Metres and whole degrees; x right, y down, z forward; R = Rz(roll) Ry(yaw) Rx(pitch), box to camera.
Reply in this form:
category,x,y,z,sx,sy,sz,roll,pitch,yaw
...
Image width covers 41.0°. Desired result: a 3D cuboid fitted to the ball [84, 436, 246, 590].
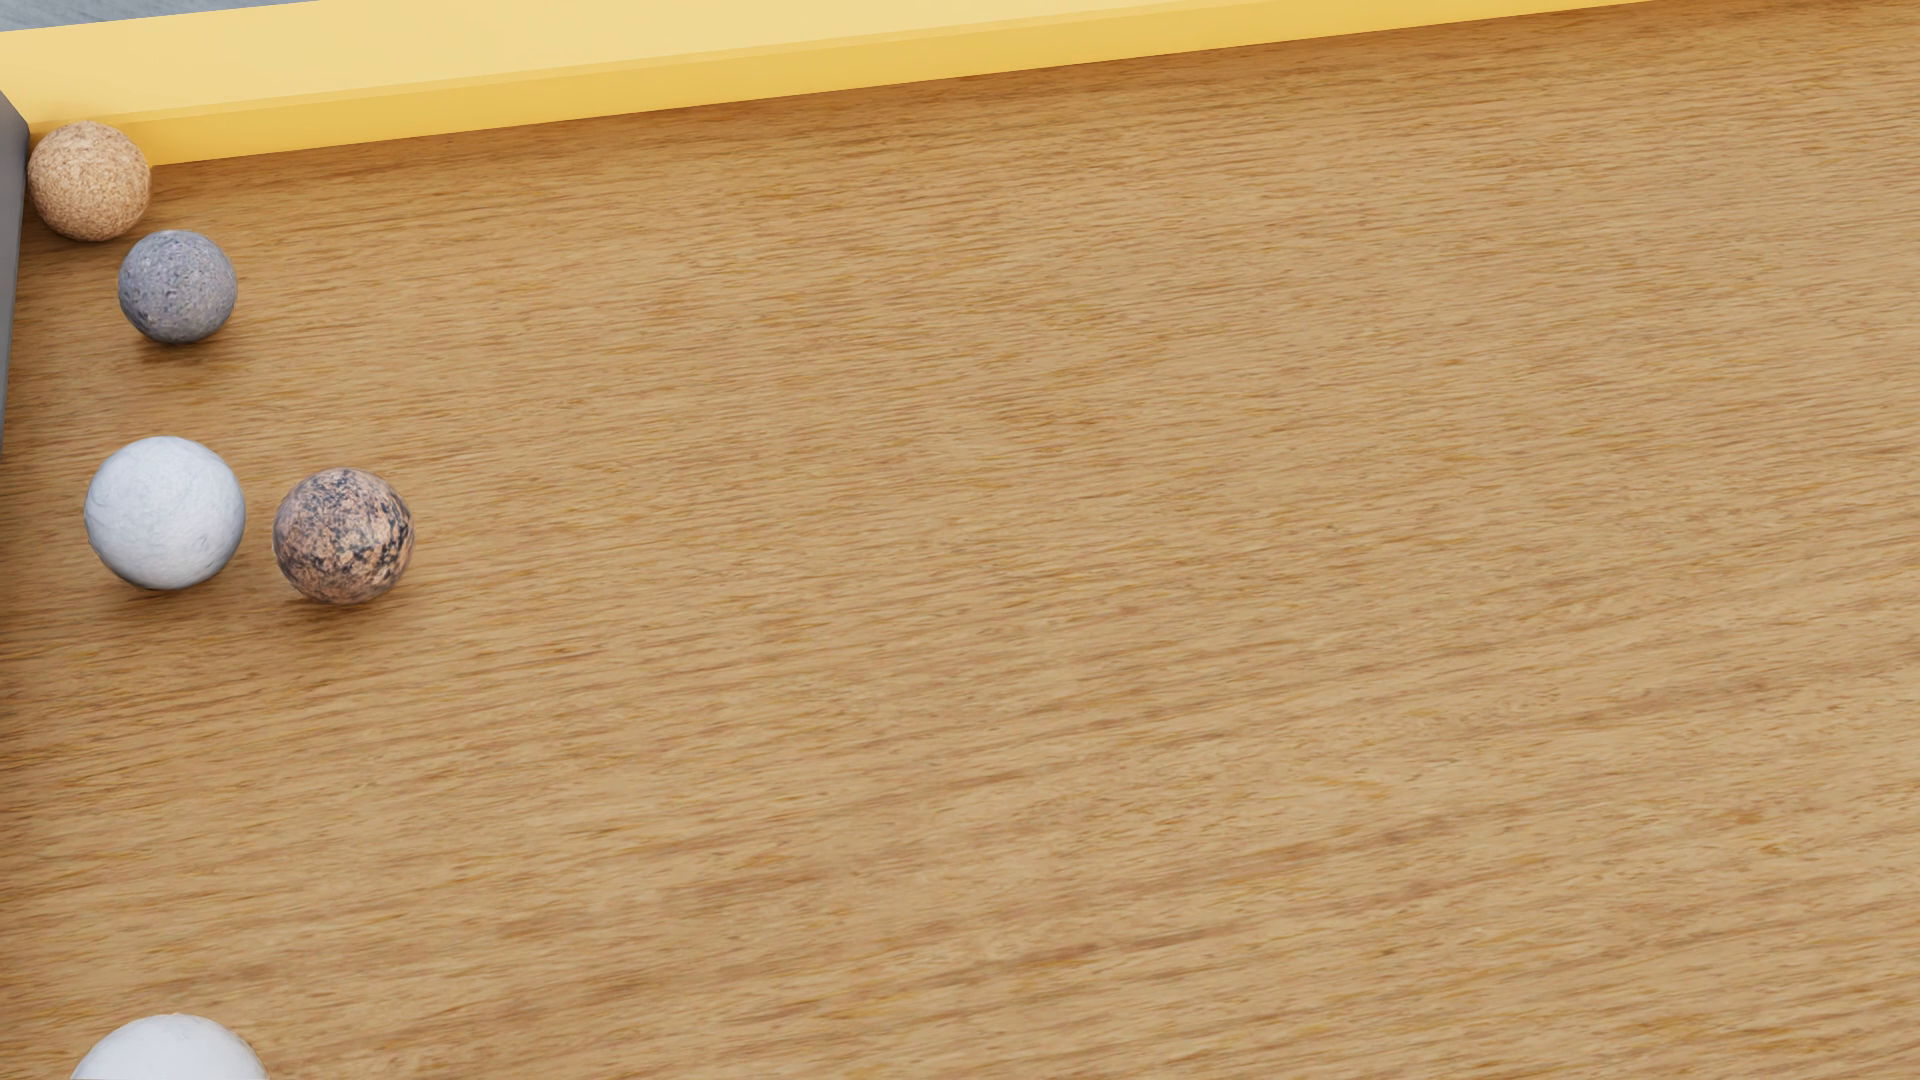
category,x,y,z,sx,sy,sz,roll,pitch,yaw
ball,-0.508,-0.017,1.640,0.099,0.099,0.099,0,35,0

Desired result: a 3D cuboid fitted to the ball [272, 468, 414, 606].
category,x,y,z,sx,sy,sz,roll,pitch,yaw
ball,-0.392,-0.002,1.629,0.088,0.088,0.088,0,35,0

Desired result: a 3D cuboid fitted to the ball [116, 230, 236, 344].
category,x,y,z,sx,sy,sz,roll,pitch,yaw
ball,-0.577,-0.187,1.892,0.084,0.084,0.084,0,35,0

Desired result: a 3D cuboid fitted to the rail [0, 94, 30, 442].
category,x,y,z,sx,sy,sz,roll,pitch,yaw
rail,-0.592,0.068,1.492,0.045,0.129,1.501,-8,36,-12

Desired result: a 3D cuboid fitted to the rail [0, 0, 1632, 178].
category,x,y,z,sx,sy,sz,roll,pitch,yaw
rail,0.435,-0.517,2.319,2.541,0.129,0.045,-8,36,-12

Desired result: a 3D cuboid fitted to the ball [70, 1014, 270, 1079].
category,x,y,z,sx,sy,sz,roll,pitch,yaw
ball,-0.378,0.276,1.226,0.099,0.099,0.099,0,35,0

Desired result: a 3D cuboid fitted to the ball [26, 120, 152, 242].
category,x,y,z,sx,sy,sz,roll,pitch,yaw
ball,-0.685,-0.282,2.019,0.094,0.094,0.094,0,35,0
